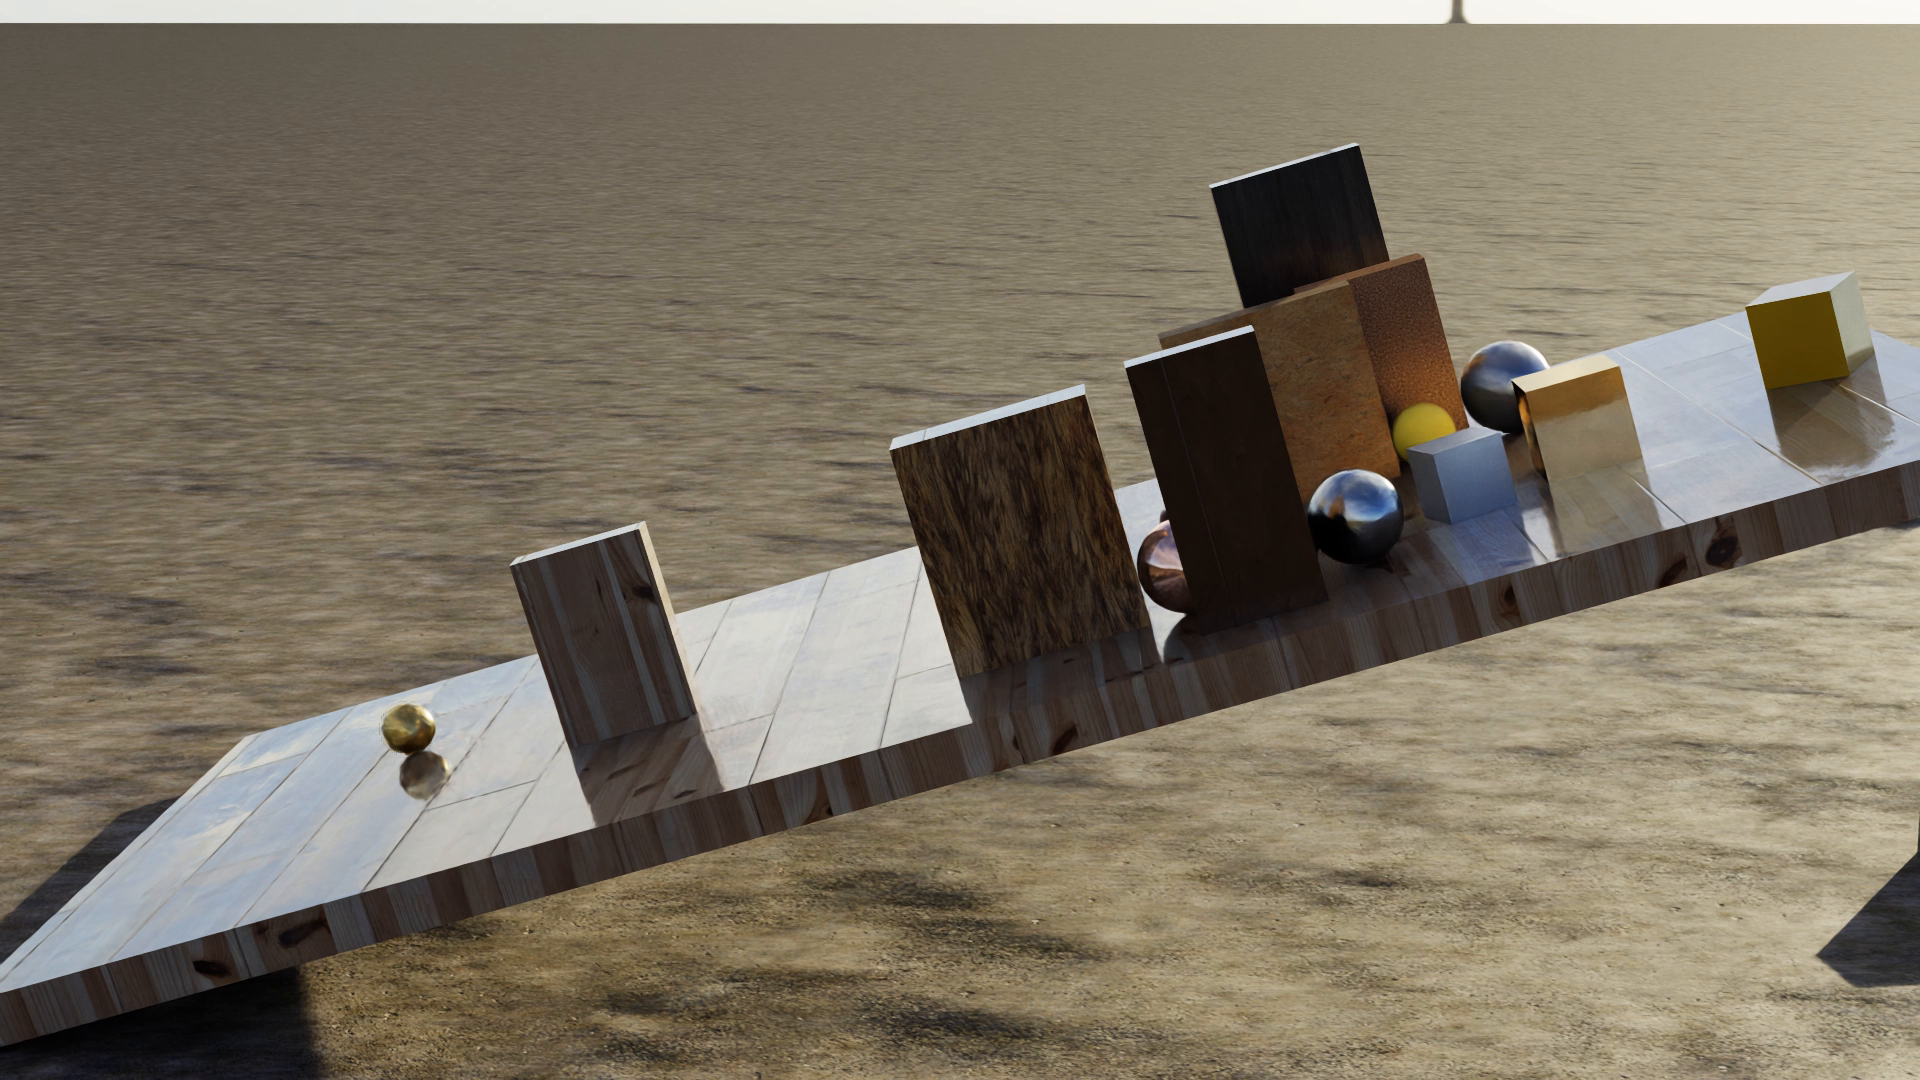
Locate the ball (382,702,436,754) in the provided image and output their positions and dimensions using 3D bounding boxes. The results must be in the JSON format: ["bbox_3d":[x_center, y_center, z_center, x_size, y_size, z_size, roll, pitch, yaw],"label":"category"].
[{"bbox_3d":[-1.232,0.421,6.576,0.117,0.117,0.117,0,11,0],"label":"ball"}]

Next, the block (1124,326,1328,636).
[{"bbox_3d":[0.495,-0.110,5.460,0.245,0.523,0.090,-16,10,5],"label":"block"}]

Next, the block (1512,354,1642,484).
[{"bbox_3d":[1.247,-0.247,5.951,0.192,0.192,0.192,-16,10,5],"label":"block"}]

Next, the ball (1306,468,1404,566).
[{"bbox_3d":[0.760,-0.045,5.653,0.186,0.186,0.186,0,11,0],"label":"ball"}]

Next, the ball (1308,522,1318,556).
[{"bbox_3d":[0.600,0.020,5.614,0.168,0.168,0.168,0,11,0],"label":"ball"}]

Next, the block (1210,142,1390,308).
[{"bbox_3d":[0.847,-0.552,6.895,0.353,0.675,0.096,-16,10,5],"label":"block"}]

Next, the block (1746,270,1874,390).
[{"bbox_3d":[1.783,-0.440,6.166,0.181,0.181,0.181,-9,12,36],"label":"block"}]

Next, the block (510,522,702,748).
[{"bbox_3d":[-0.736,0.199,6.136,0.282,0.406,0.087,-16,10,5],"label":"block"}]

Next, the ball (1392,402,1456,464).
[{"bbox_3d":[1.010,-0.230,6.401,0.141,0.141,0.141,0,11,0],"label":"ball"}]

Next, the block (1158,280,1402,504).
[{"bbox_3d":[0.698,-0.297,6.430,0.425,0.434,0.098,-16,10,5],"label":"block"}]

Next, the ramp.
[{"bbox_3d":[0.090,0.187,6.320,4.000,0.100,2.000,-16,10,5],"label":"ramp"}]

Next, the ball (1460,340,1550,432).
[{"bbox_3d":[1.208,-0.339,6.497,0.204,0.204,0.204,0,11,0],"label":"ball"}]

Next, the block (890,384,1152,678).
[{"bbox_3d":[0.120,-0.018,5.737,0.390,0.468,0.150,-16,10,5],"label":"block"}]

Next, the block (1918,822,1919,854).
[{"bbox_3d":[2.323,0.639,6.692,0.199,0.199,0.199,-1,11,-7],"label":"block"}]

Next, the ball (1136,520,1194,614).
[{"bbox_3d":[0.434,0.048,5.671,0.187,0.187,0.187,0,11,0],"label":"ball"}]

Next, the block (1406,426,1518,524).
[{"bbox_3d":[0.997,-0.128,5.844,0.146,0.146,0.146,-18,10,-10],"label":"block"}]

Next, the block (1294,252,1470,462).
[{"bbox_3d":[0.946,-0.393,6.579,0.287,0.425,0.127,-16,10,5],"label":"block"}]
